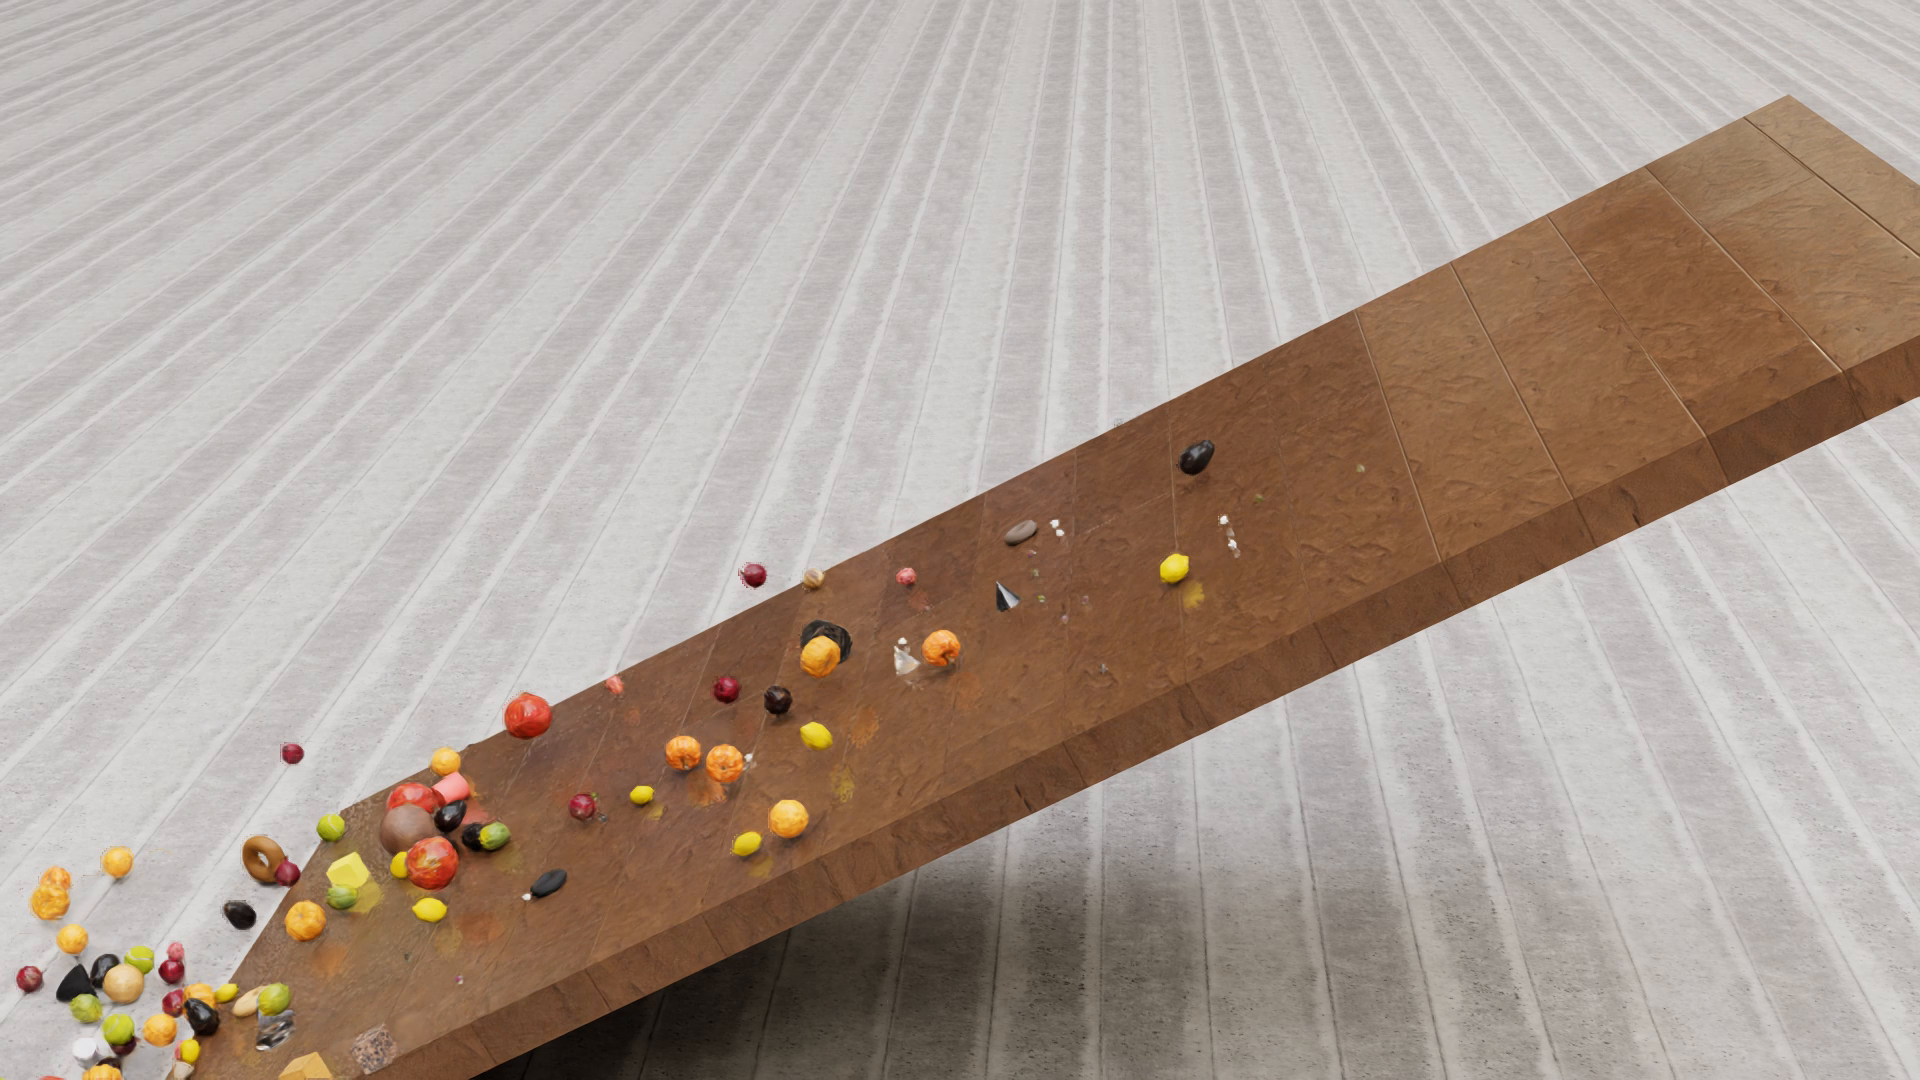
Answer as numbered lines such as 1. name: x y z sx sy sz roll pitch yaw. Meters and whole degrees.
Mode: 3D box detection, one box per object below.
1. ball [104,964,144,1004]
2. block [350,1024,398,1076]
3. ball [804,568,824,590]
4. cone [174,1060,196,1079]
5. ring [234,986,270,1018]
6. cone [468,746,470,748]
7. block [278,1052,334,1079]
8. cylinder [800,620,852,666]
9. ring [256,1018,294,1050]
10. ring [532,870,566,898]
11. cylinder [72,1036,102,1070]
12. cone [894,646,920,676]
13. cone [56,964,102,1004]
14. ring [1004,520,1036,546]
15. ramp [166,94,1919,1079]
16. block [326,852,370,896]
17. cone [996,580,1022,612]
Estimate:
1. ball: -1.909 1.014 6.714 0.091 0.091 0.091 0 17 0
2. block: -1.106 0.963 5.560 0.058 0.058 0.058 -27 14 9
3. ball: -0.358 0.096 7.195 0.052 0.052 0.052 0 17 0
4. cone: -1.616 1.114 6.096 0.051 0.051 0.051 6 58 20
5. ring: -1.523 0.994 6.329 0.089 0.030 0.089 -28 15 8
6. cone: -1.284 0.570 8.047 0.092 0.092 0.092 -44 38 -24
7. block: -1.249 1.025 5.615 0.060 0.060 0.060 -22 15 26
8. cylinder: -0.297 0.227 6.518 0.092 0.092 0.092 -5 8 -17
9. ring: -1.403 1.013 6.025 0.088 0.029 0.088 -28 15 8
10. ring: -0.844 0.704 6.035 0.080 0.027 0.080 -27 15 8
11. cylinder: -1.899 1.116 6.398 0.051 0.051 0.051 1 52 -2
12. cone: -0.124 0.247 6.187 0.057 0.057 0.057 -27 14 7
13. cone: -1.999 1.036 6.724 0.094 0.094 0.094 32 25 10
14. ring: 0.138 -0.016 6.673 0.081 0.027 0.081 -31 14 8
15. ramp: 0.141 0.167 6.281 4.000 0.100 2.000 -26 14 11
16. block: -1.422 0.776 6.837 0.063 0.063 0.063 -26 14 12
17. cone: 0.090 0.111 6.242 0.061 0.061 0.061 -27 14 7
